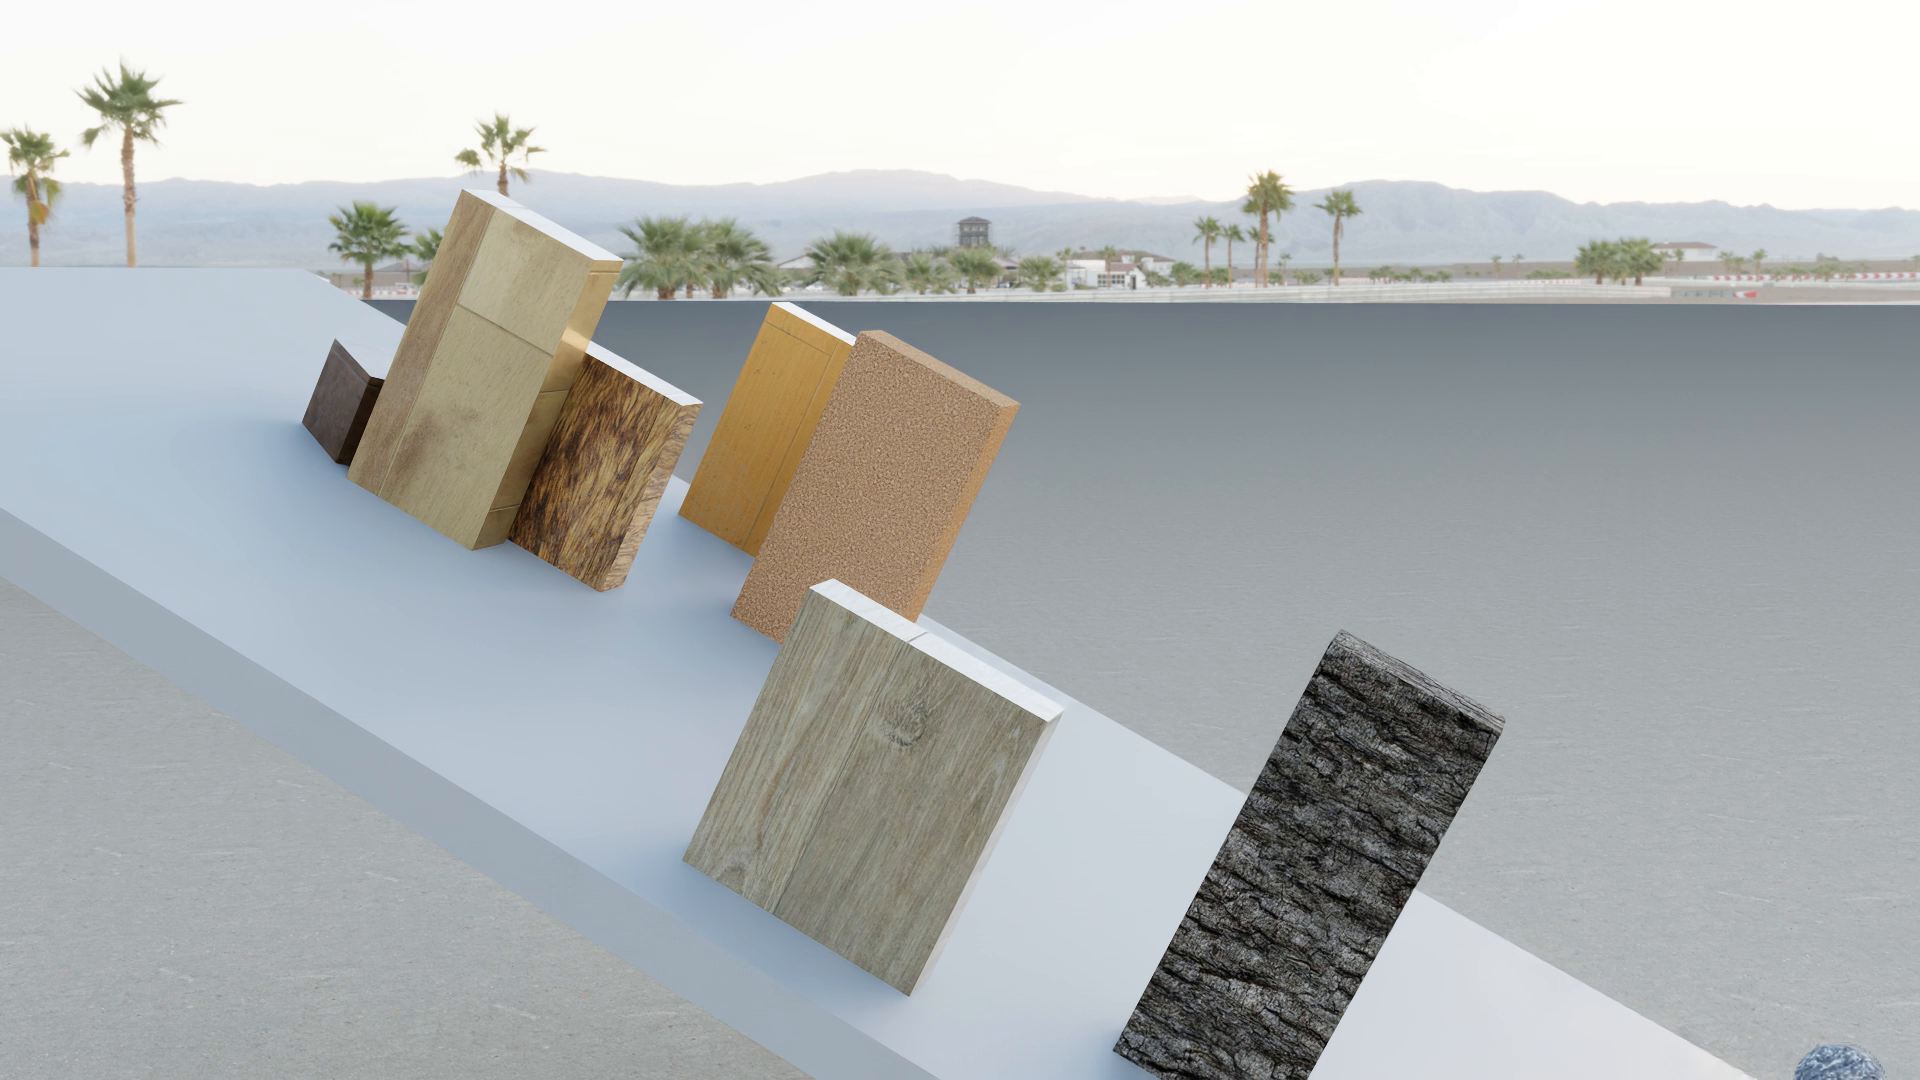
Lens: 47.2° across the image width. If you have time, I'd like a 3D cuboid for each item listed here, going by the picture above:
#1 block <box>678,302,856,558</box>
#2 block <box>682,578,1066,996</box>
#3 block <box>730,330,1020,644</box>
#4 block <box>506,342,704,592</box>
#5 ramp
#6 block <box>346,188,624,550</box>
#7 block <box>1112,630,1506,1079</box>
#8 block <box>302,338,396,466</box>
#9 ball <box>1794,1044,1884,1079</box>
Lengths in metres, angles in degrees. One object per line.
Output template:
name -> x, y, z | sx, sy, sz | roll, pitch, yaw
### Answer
block -> -0.371, -0.220, 4.956 | 0.335, 0.534, 0.104 | 29, 14, 12
block -> -0.134, 0.369, 3.309 | 0.407, 0.479, 0.103 | 29, 14, 12
block -> -0.175, -0.059, 4.466 | 0.331, 0.650, 0.131 | 29, 14, 12
block -> -0.720, -0.148, 4.324 | 0.276, 0.411, 0.099 | 29, 14, 12
ramp -> -0.247, 0.416, 4.161 | 4.000, 0.100, 2.000 | 29, 14, 12
block -> -0.912, -0.325, 4.211 | 0.301, 0.613, 0.125 | 29, 14, 12
block -> 0.528, 0.529, 3.357 | 0.277, 0.735, 0.123 | 29, 14, 12
block -> -1.168, -0.262, 4.415 | 0.191, 0.191, 0.191 | 13, 19, -43
ball -> 1.890, 1.178, 4.728 | 0.185, 0.185, 0.185 | 0, 7, 0
